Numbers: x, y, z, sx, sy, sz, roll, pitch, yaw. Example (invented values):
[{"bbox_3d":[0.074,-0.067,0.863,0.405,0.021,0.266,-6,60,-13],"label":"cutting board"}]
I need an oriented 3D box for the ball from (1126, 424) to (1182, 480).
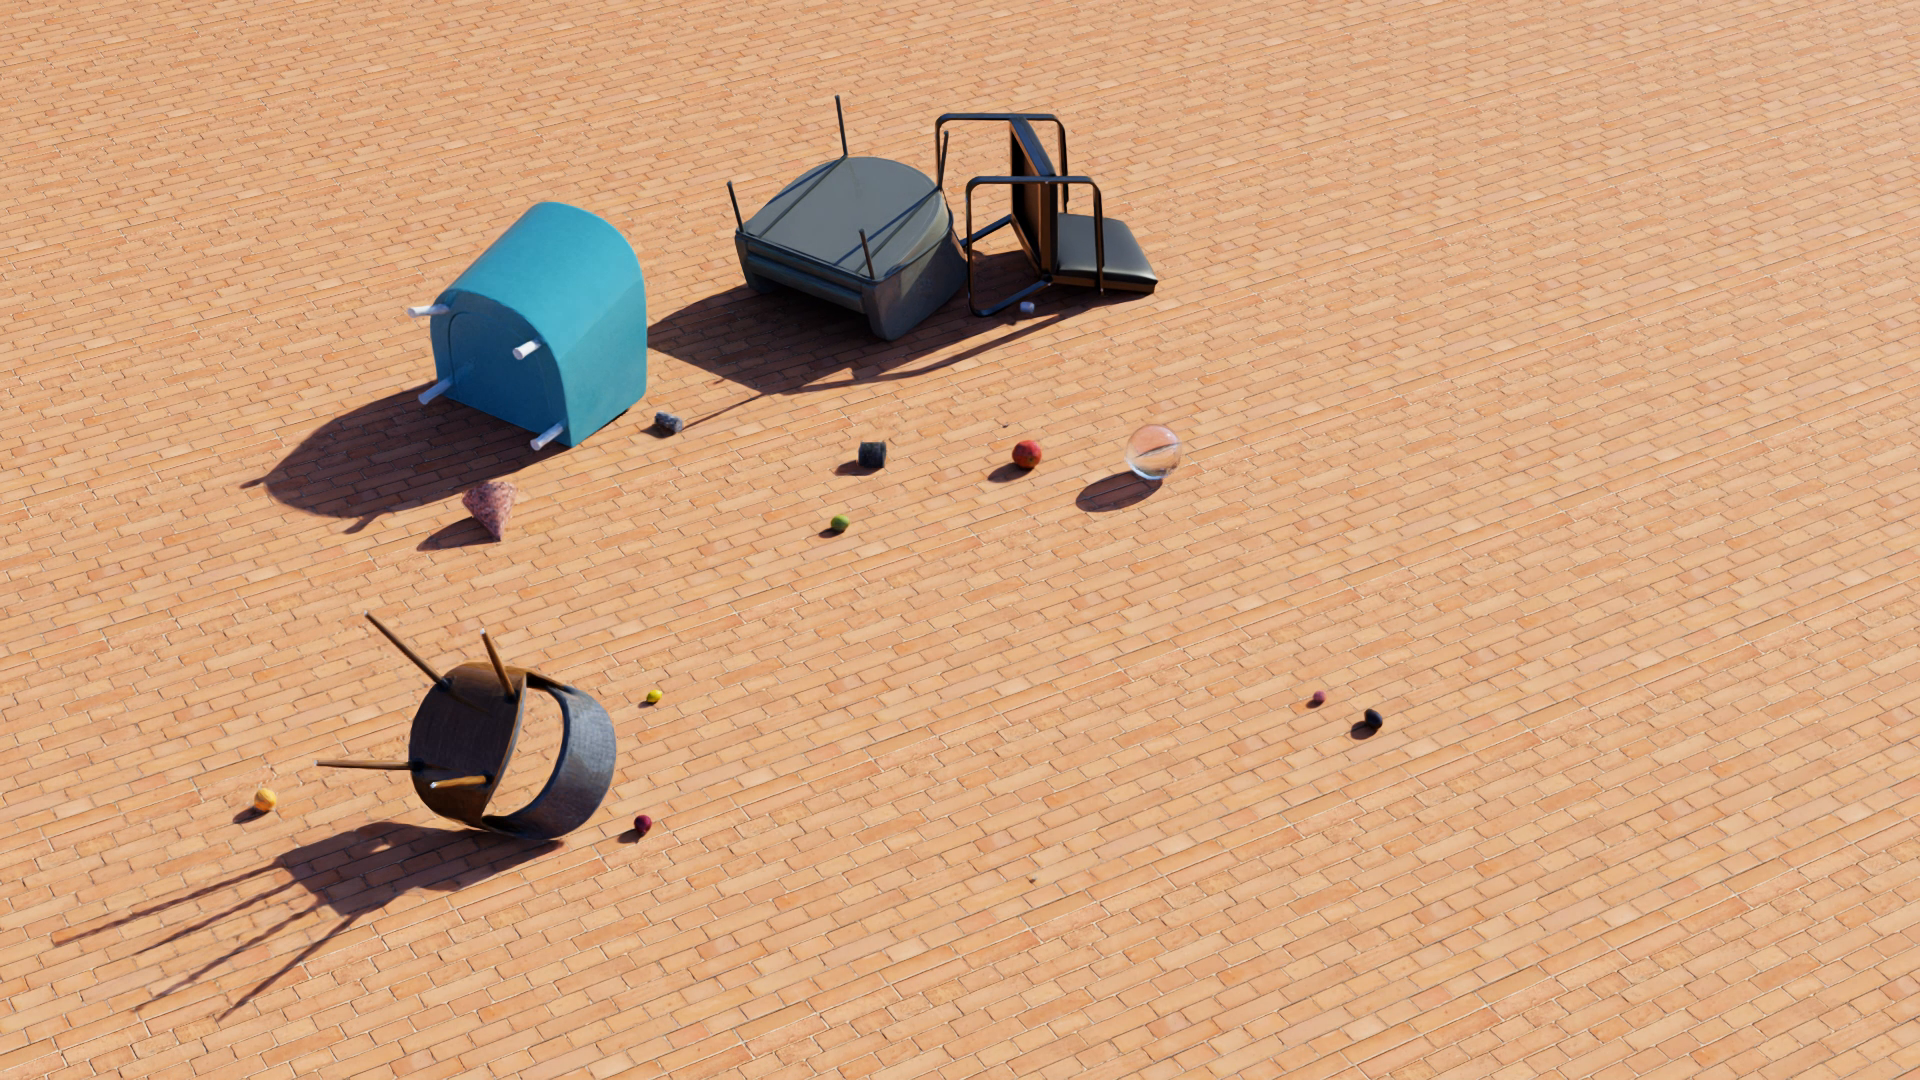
[{"bbox_3d":[0.745,-0.339,11.262,0.217,0.217,0.217,0,33,0],"label":"ball"}]

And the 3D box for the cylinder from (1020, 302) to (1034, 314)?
[{"bbox_3d":[0.284,-0.981,12.388,0.046,0.049,0.045,13,54,21],"label":"cylinder"}]

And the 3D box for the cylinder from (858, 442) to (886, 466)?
[{"bbox_3d":[-0.340,-0.334,11.376,0.096,0.075,0.096,4,72,7],"label":"cylinder"}]

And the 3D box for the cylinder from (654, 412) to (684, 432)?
[{"bbox_3d":[-1.153,-0.467,11.605,0.107,0.054,0.050,22,10,29],"label":"cylinder"}]

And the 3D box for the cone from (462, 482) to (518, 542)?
[{"bbox_3d":[-1.739,-0.078,10.979,0.206,0.212,0.203,22,43,-51],"label":"cone"}]
